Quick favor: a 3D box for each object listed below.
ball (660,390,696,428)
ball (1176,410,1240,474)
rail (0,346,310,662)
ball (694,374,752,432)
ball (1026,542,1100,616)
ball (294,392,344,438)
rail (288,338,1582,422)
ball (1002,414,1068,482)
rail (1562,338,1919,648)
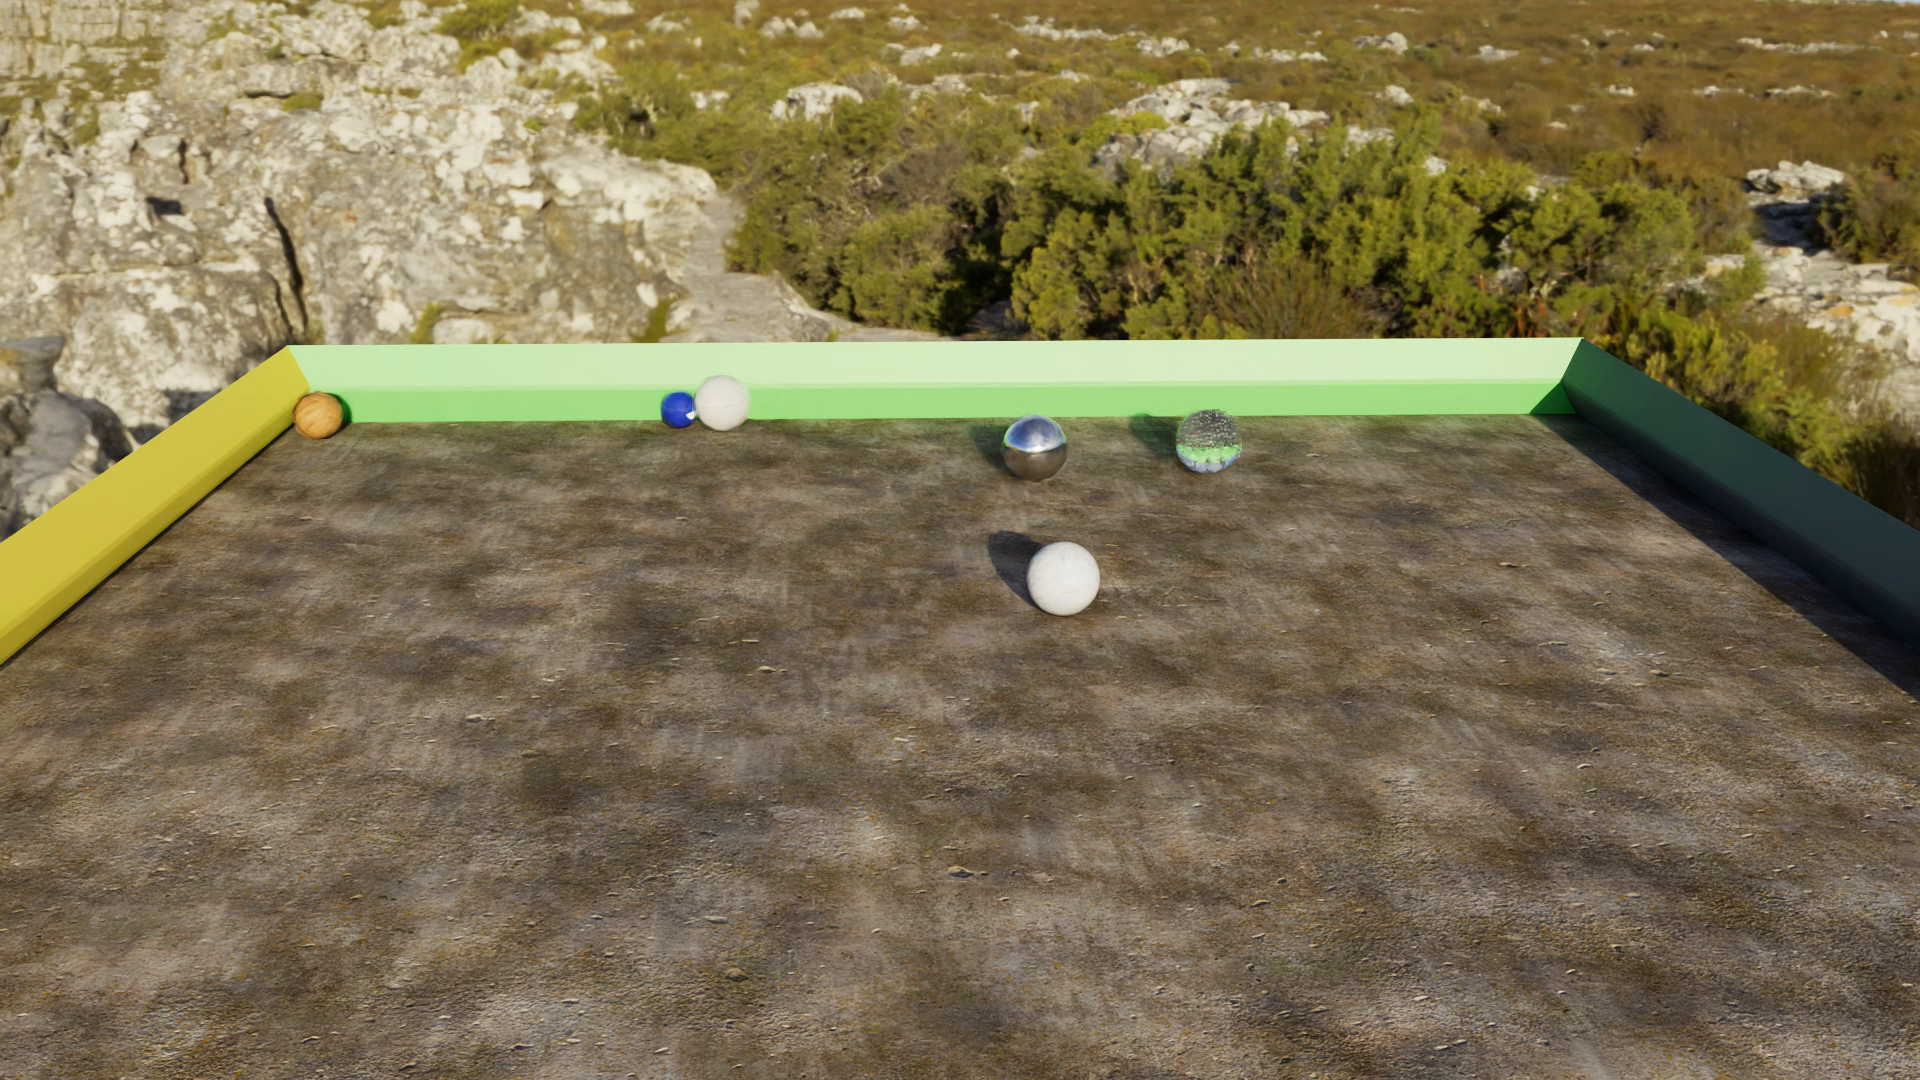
[{"bbox_3d":[-0.470,-0.218,3.670,0.062,0.062,0.062,0,15,0],"label":"ball"},{"bbox_3d":[0.377,-0.149,3.349,0.099,0.099,0.099,0,15,0],"label":"ball"},{"bbox_3d":[-1.040,0.241,1.867,0.045,0.130,3.806,-1,15,-2],"label":"rail"},{"bbox_3d":[-0.392,-0.227,3.640,0.094,0.094,0.094,0,15,0],"label":"ball"},{"bbox_3d":[0.124,0.047,2.651,0.091,0.091,0.091,0,15,0],"label":"ball"},{"bbox_3d":[-1.046,-0.204,3.589,0.077,0.077,0.077,0,15,0],"label":"ball"},{"bbox_3d":[-0.032,-0.266,3.713,2.193,0.130,0.045,-1,15,-2],"label":"rail"},{"bbox_3d":[0.113,-0.138,3.307,0.100,0.100,0.100,0,15,0],"label":"ball"},{"bbox_3d":[1.104,0.222,1.937,0.045,0.130,3.806,-1,15,-2],"label":"rail"}]
